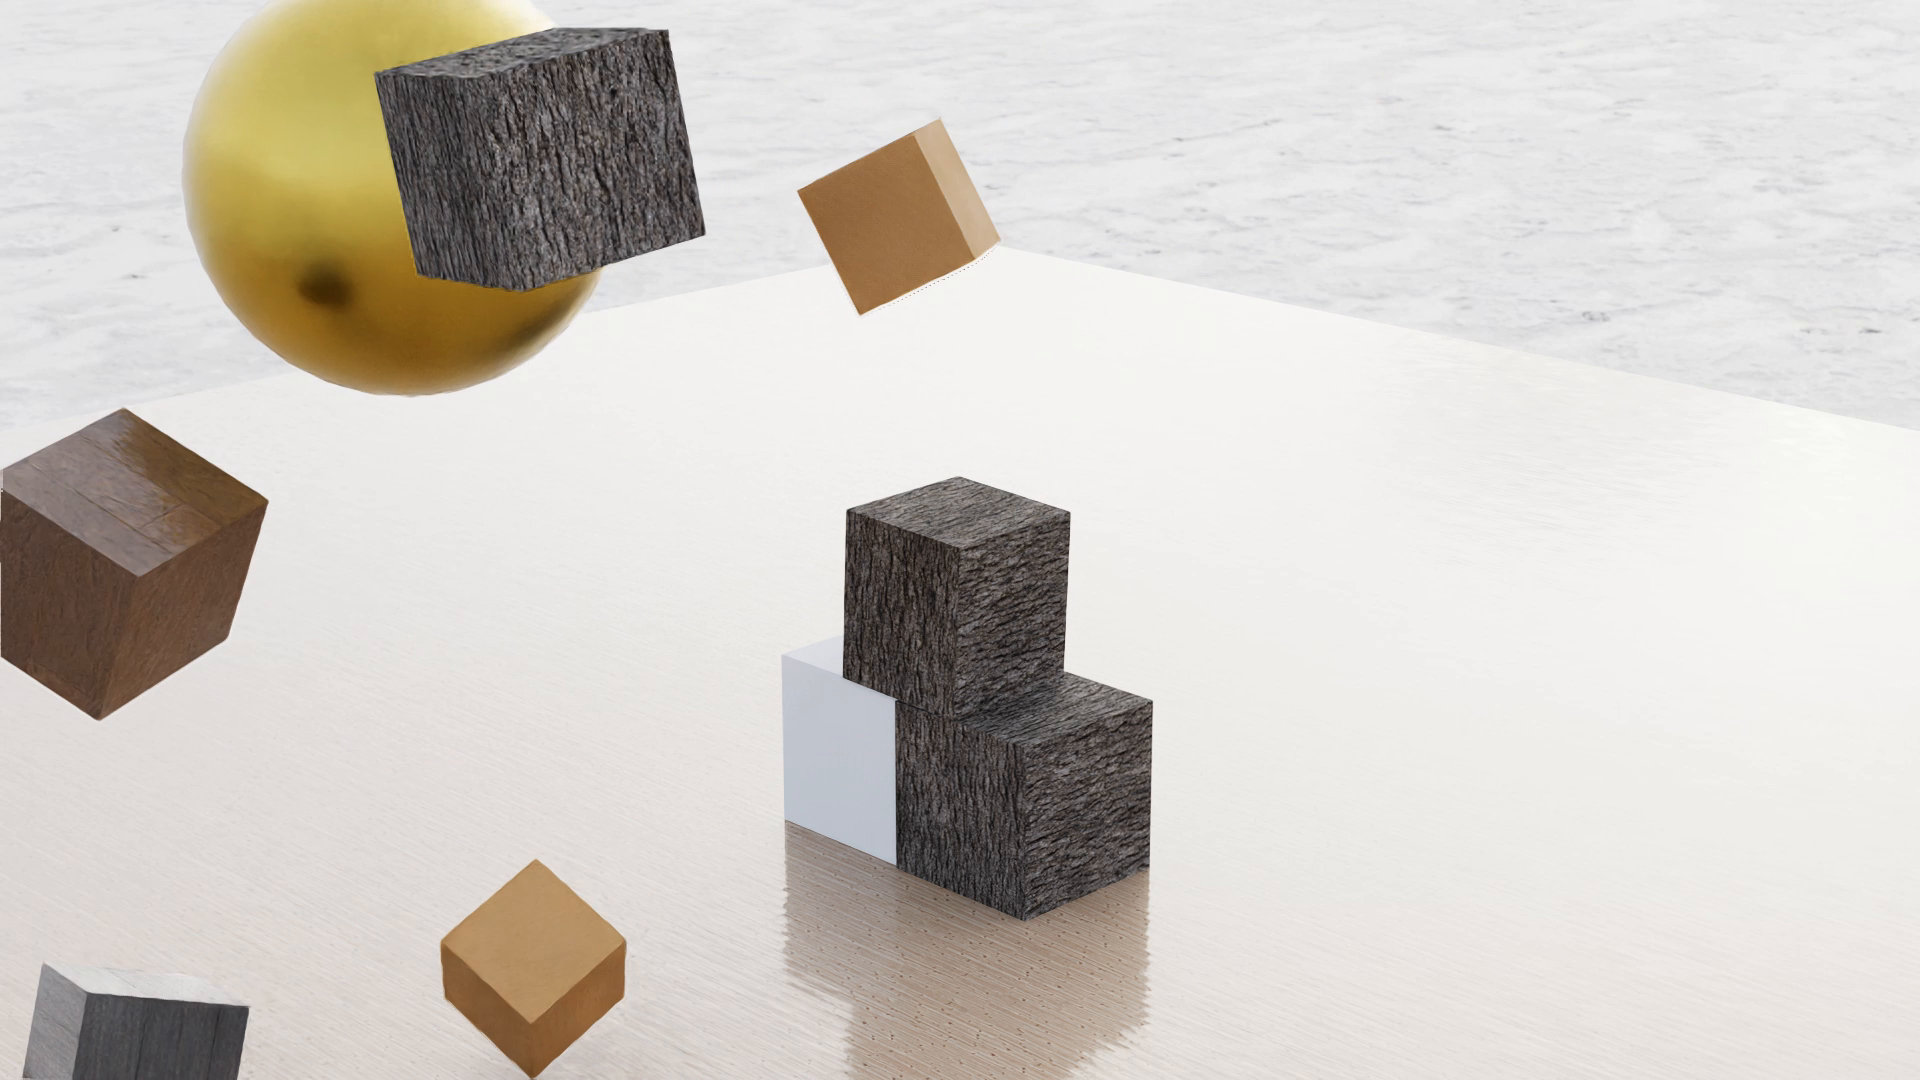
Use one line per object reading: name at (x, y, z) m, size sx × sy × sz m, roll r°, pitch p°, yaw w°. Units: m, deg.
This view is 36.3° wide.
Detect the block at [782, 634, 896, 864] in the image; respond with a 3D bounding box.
block at (-0.283, 0.938, 13.957) m, size 0.793 × 0.841 × 0.791 m, roll -17°, pitch 24°, yaw -42°

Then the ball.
ball at (-2.039, -1.325, 10.788) m, size 1.600 × 1.600 × 1.600 m, roll 0°, pitch 17°, yaw 0°

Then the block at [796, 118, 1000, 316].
block at (-0.218, -1.183, 10.702) m, size 0.481 × 0.502 × 0.473 m, roll -24°, pitch 8°, yaw 17°

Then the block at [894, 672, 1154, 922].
block at (0.291, 1.121, 13.405) m, size 0.823 × 0.824 × 0.833 m, roll 17°, pitch 24°, yaw 42°

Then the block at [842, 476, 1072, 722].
block at (-0.018, 0.253, 13.375) m, size 0.704 × 0.818 × 0.740 m, roll 19°, pitch 25°, yaw 40°

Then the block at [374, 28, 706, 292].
block at (-1.400, -1.288, 9.787) m, size 0.724 × 0.695 × 0.705 m, roll -22°, pitch 21°, yaw -34°

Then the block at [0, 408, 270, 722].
block at (-2.814, 0.071, 9.722) m, size 0.619 × 0.609 × 0.683 m, roll 31°, pitch 32°, yaw 11°

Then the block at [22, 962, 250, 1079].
block at (-2.959, 1.920, 10.429) m, size 0.573 × 0.690 × 0.645 m, roll 11°, pitch -3°, yaw -30°

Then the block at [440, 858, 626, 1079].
block at (-1.678, 1.690, 11.558) m, size 0.503 × 0.513 × 0.507 m, roll 39°, pitch 60°, yaw 18°
